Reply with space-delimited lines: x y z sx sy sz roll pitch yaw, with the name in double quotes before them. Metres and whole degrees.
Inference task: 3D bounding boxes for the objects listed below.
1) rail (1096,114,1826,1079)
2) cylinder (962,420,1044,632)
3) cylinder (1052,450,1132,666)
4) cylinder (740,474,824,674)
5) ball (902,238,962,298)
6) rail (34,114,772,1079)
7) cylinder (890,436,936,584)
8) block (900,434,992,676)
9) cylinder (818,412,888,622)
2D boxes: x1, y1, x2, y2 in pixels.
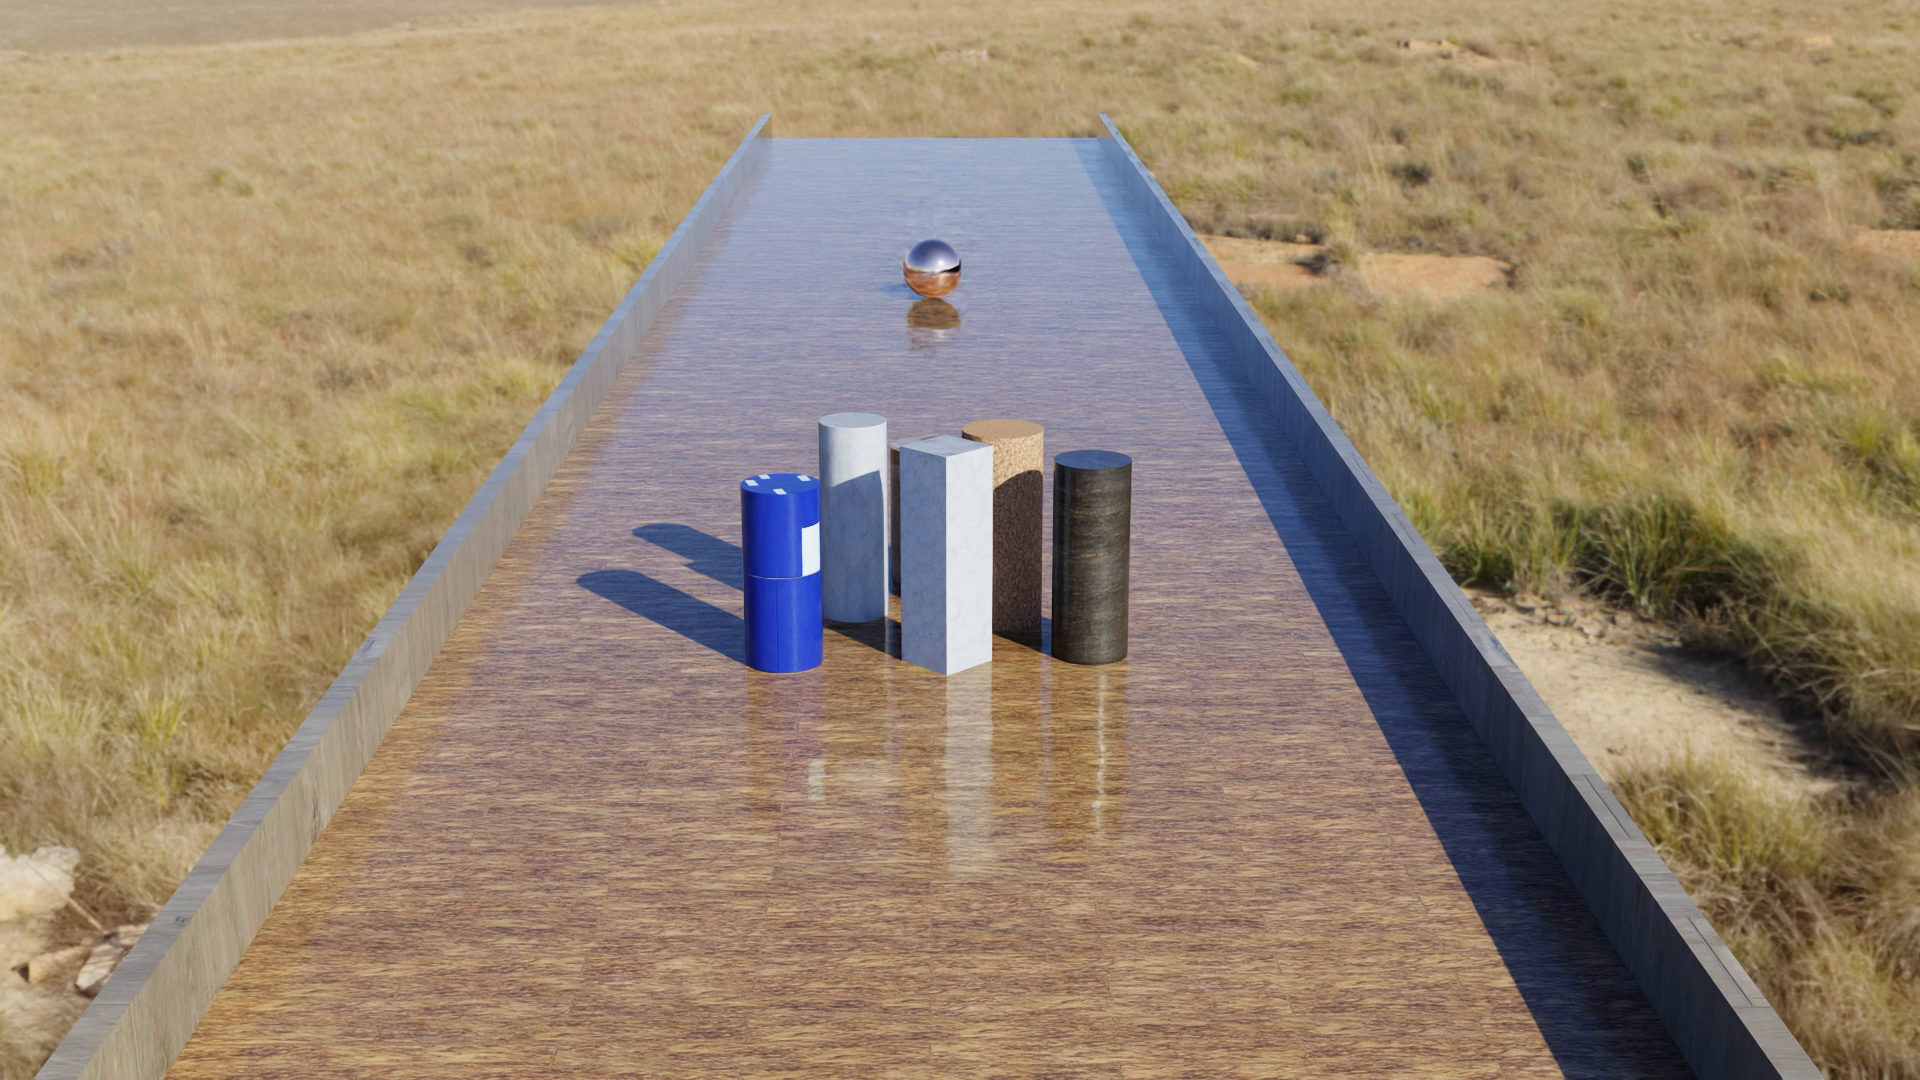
"rail" 0.932 -0.844 7.801 0.050 0.150 12.000 0 17 -1
"cylinder" 0.088 -0.032 4.610 0.170 0.414 0.170 0 17 0
"cylinder" 0.262 0.034 4.402 0.154 0.404 0.154 0 17 0
"cylinder" -0.353 0.065 4.364 0.156 0.367 0.156 0 17 0
"ball" -0.104 -1.020 8.264 0.223 0.223 0.223 0 17 0
"rail" -1.118 -0.838 7.780 0.050 0.150 12.000 0 17 -1
"cylinder" -0.073 -0.063 4.899 0.163 0.307 0.163 0 17 0
"block" -0.027 0.029 4.352 0.128 0.444 0.128 16 23 42
"cylinder" -0.224 -0.048 4.650 0.143 0.421 0.143 0 17 0
